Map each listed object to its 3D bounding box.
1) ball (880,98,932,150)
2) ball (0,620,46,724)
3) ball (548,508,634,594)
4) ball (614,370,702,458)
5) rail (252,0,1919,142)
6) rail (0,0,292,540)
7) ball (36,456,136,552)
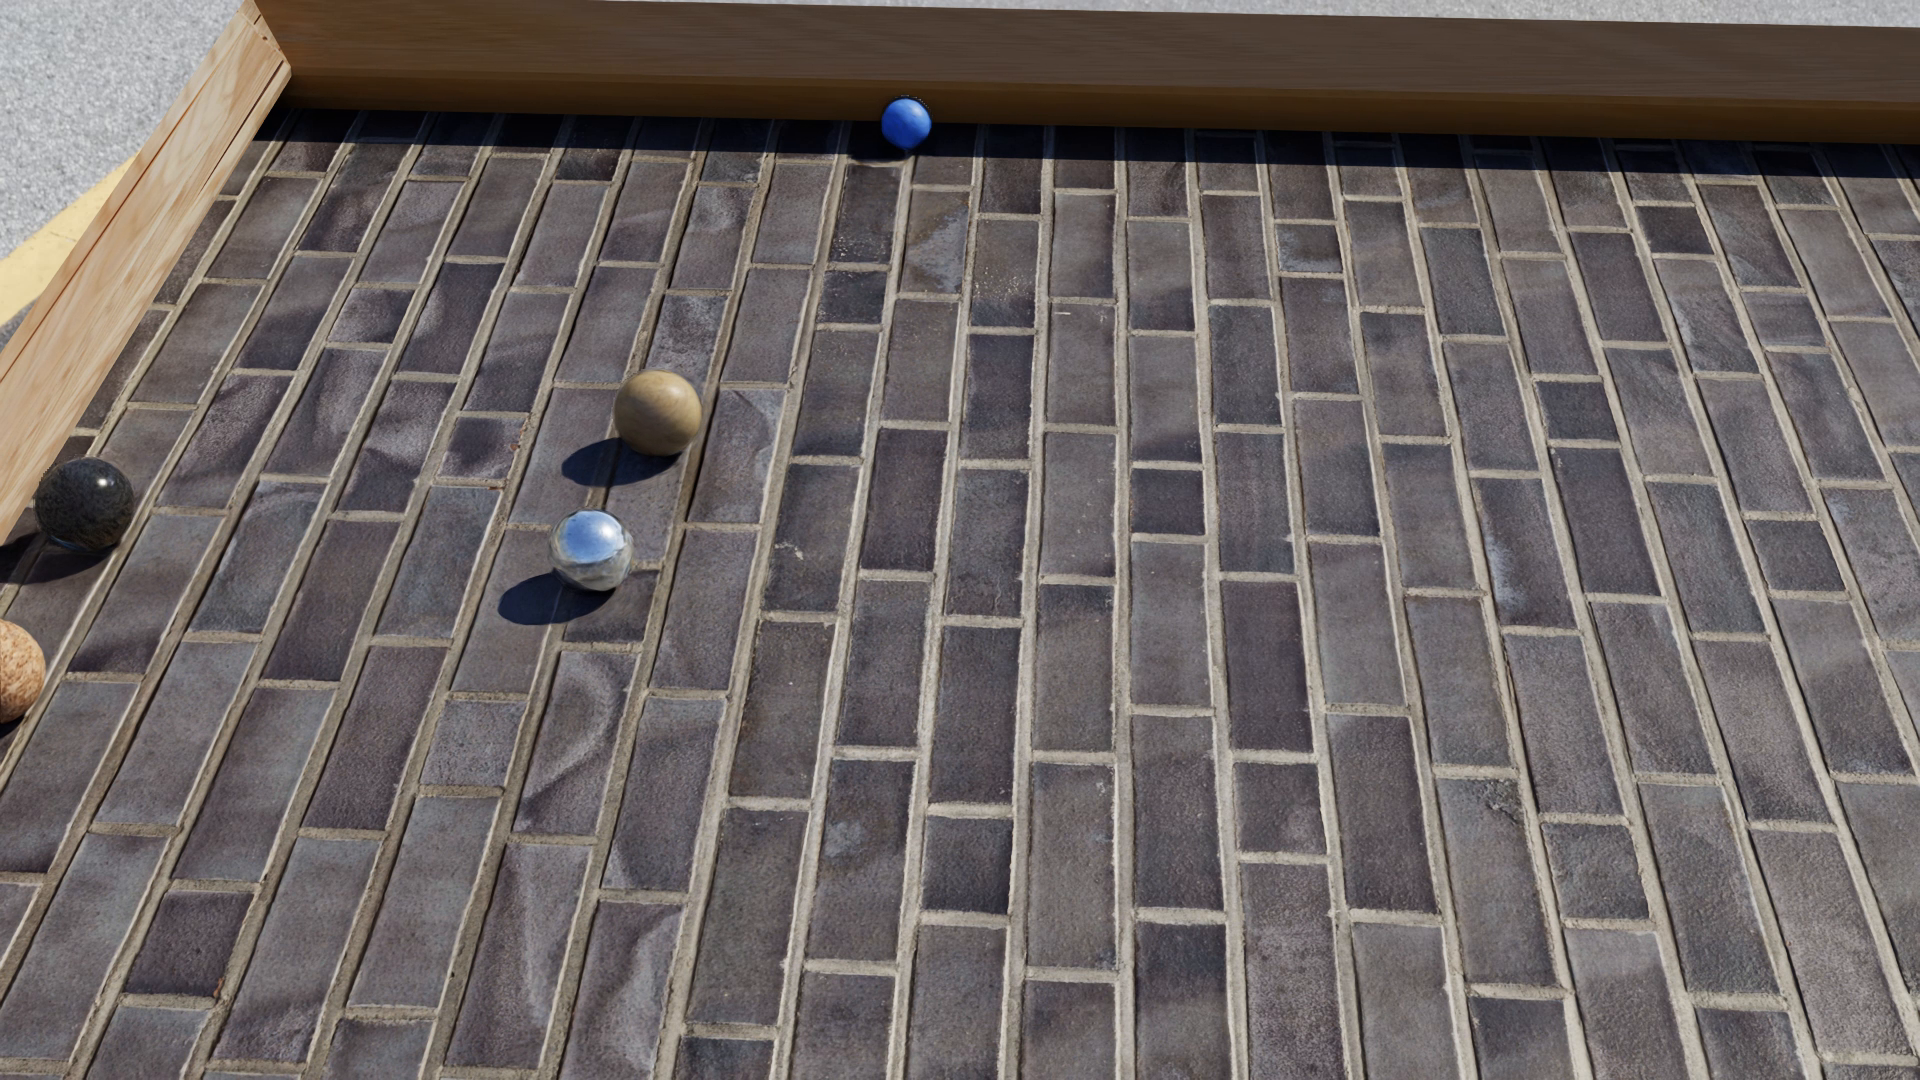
[{"bbox_3d":[-0.051,-0.396,2.439,0.048,0.048,0.048,0,35,0],"label":"ball"},{"bbox_3d":[-0.654,0.089,1.729,0.072,0.072,0.072,0,35,0],"label":"ball"},{"bbox_3d":[-0.266,0.008,1.852,0.063,0.063,0.063,0,35,0],"label":"ball"},{"bbox_3d":[-0.235,-0.098,1.999,0.068,0.068,0.068,0,35,0],"label":"ball"},{"bbox_3d":[0.757,-0.420,2.412,2.884,0.118,0.045,2,35,2],"label":"rail"},{"bbox_3d":[-0.696,-0.043,1.875,0.045,0.118,1.504,2,35,2],"label":"rail"},{"bbox_3d":[-0.645,-0.026,1.894,0.070,0.070,0.070,0,35,0],"label":"ball"}]
